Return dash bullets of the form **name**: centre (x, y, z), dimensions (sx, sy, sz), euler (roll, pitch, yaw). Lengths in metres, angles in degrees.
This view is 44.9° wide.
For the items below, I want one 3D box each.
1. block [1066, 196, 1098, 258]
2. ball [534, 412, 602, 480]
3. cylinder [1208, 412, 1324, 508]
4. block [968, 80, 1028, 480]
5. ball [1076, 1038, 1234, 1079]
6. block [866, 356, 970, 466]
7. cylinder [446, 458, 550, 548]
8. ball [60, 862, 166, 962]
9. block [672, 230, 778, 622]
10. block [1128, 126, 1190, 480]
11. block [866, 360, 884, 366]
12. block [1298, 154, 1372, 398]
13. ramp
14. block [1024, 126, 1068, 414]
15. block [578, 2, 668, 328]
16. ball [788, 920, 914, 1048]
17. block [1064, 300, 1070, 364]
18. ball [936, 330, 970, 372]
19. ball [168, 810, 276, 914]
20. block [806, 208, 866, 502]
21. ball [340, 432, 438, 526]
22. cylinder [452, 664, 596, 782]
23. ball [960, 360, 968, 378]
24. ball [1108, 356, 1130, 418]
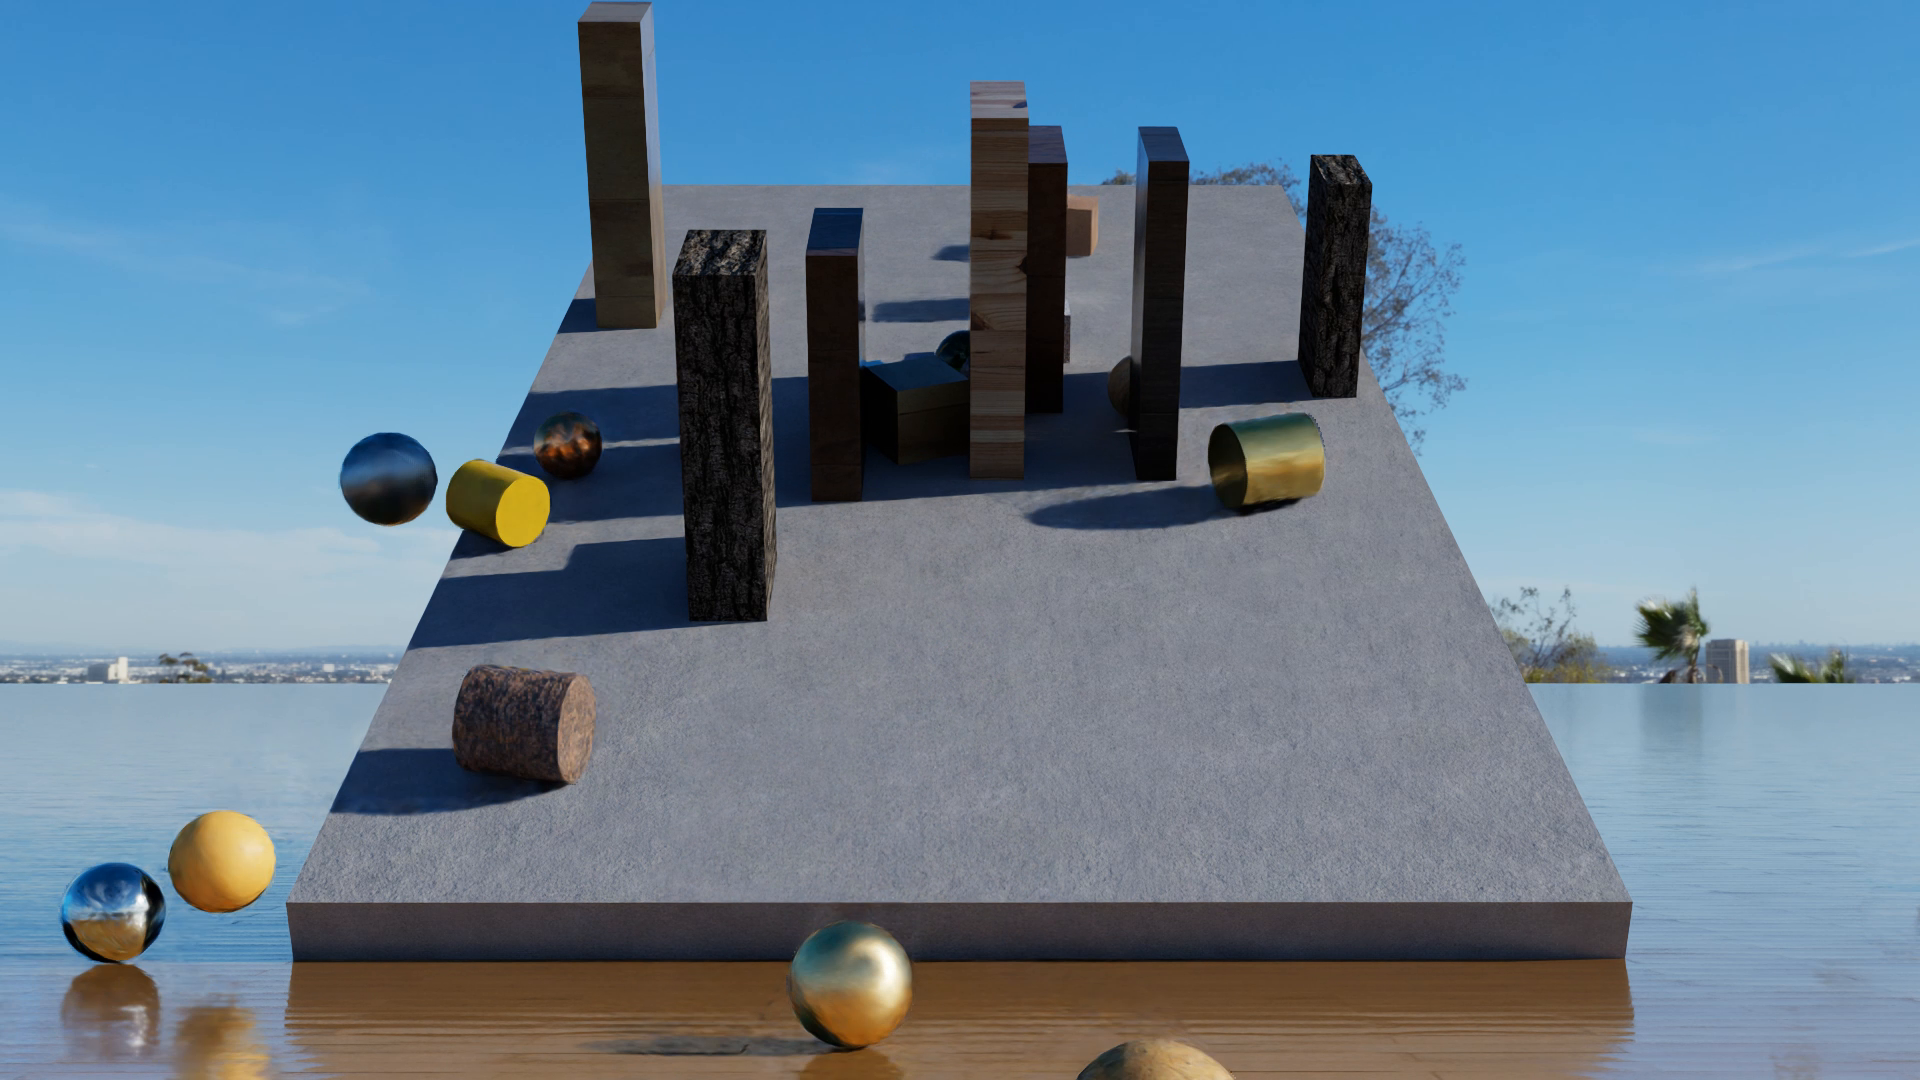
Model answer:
- **block**: centre (0.309, -0.875, 6.471), dimensions (0.134, 0.134, 0.134), euler (5, 24, 10)
- **ball**: centre (-0.832, -0.201, 4.934), dimensions (0.145, 0.145, 0.145), euler (0, -3, 0)
- **cylinder**: centre (0.633, -0.165, 4.815), dimensions (0.178, 0.178, 0.178), euler (-10, 0, -19)
- **block**: centre (0.078, -0.550, 4.941), dimensions (0.115, 0.781, 0.330), euler (0, 24, 0)
- **ball**: centre (0.148, 0.453, 1.758), dimensions (0.149, 0.149, 0.149), euler (0, -3, 0)
- **block**: centre (-0.094, -0.285, 5.094), dimensions (0.171, 0.171, 0.171), euler (-11, 26, -24)
- **cylinder**: centre (-0.922, -0.074, 4.640), dimensions (0.146, 0.146, 0.146), euler (19, 7, 32)
- **ball**: centre (-1.258, 0.553, 3.455), dimensions (0.148, 0.148, 0.148), euler (0, -3, 0)
- **block**: centre (-0.431, -0.212, 4.313), dimensions (0.144, 0.670, 0.279), euler (0, 24, 0)
- **block**: centre (0.419, -0.502, 4.942), dimensions (0.082, 0.694, 0.287), euler (0, 24, 0)
- **block**: centre (-0.217, -0.314, 5.210), dimensions (0.129, 0.129, 0.129), euler (-9, 26, -20)
- **block**: centre (0.872, -0.617, 5.431), dimensions (0.101, 0.509, 0.260), euler (0, 24, 0)
- **ramp**: centre (-0.008, -0.228, 5.300), dimensions (2.000, 0.100, 4.000), euler (0, 24, 0)
- **block**: centre (0.191, -0.626, 5.354), dimensions (0.087, 0.584, 0.338), euler (0, 24, 0)
- **block**: centre (-0.839, -0.936, 5.820), dimensions (0.149, 0.768, 0.252), euler (0, 24, 0)
- **ball**: centre (-0.125, 0.508, 2.664), dimensions (0.144, 0.144, 0.144), euler (0, -3, 0)
- **block**: centre (0.203, -0.508, 5.659), dimensions (0.122, 0.122, 0.122), euler (0, 24, -1)
- **ball**: centre (0.015, -0.415, 5.416), dimensions (0.149, 0.149, 0.149), euler (0, -3, 0)
- **ball**: centre (-1.116, 0.487, 3.519), dimensions (0.155, 0.155, 0.155), euler (0, -3, 0)
- **block**: centre (-0.257, -0.393, 4.894), dimensions (0.104, 0.531, 0.347), euler (0, 24, 0)
- **ball**: centre (-1.178, -0.126, 4.797), dimensions (0.195, 0.195, 0.195), euler (0, -3, 0)
- **cylinder**: centre (-0.705, 0.297, 3.774), dimensions (0.176, 0.176, 0.176), euler (5, -2, 11)
- **ball**: centre (0.072, -0.360, 5.289), dimensions (0.151, 0.151, 0.151), euler (0, -3, 0)
- **ball**: centre (0.410, -0.345, 5.253), dimensions (0.154, 0.154, 0.154), euler (0, -3, 0)
